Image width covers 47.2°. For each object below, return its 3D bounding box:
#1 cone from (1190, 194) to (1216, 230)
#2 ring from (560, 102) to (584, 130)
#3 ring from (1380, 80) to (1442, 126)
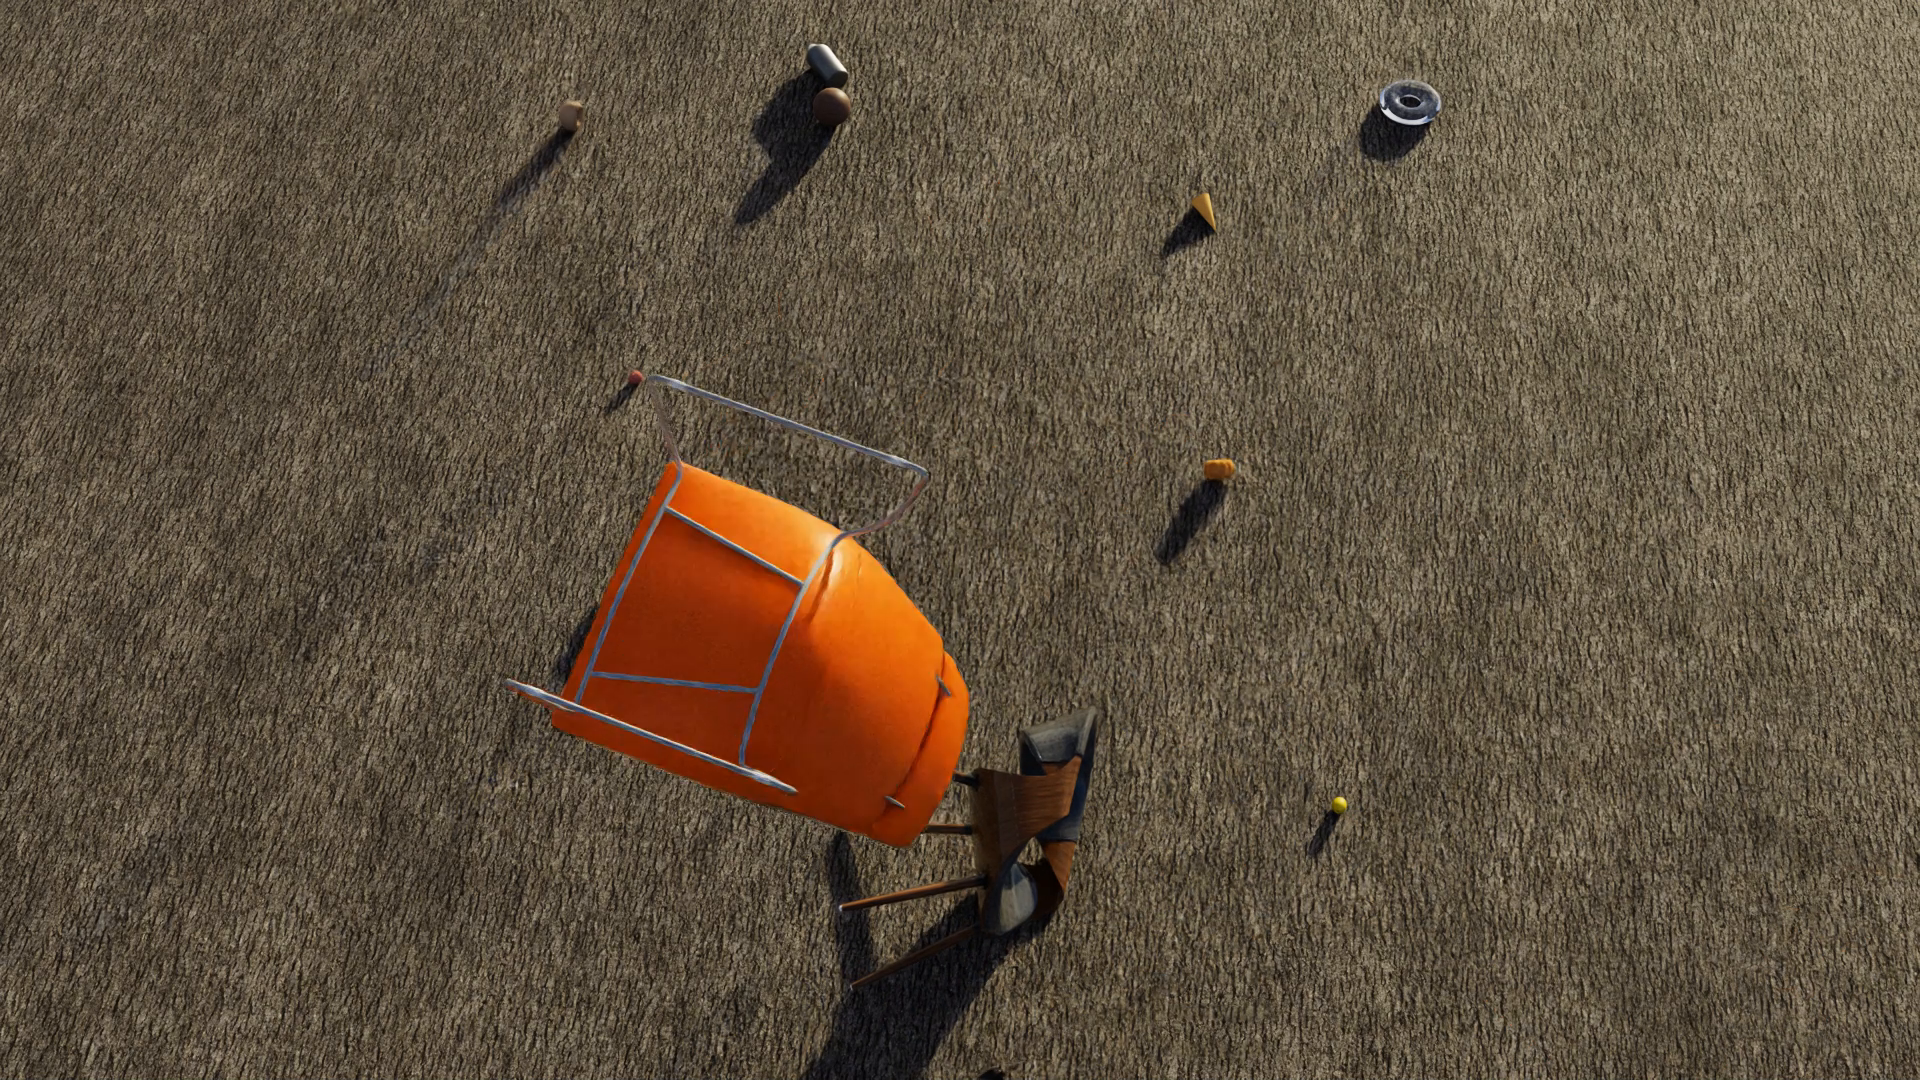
[{"bbox_3d":[0.821,-1.072,7.274,0.065,0.067,0.134,-7,66,-42],"label":"cone"},{"bbox_3d":[-1.321,-1.444,7.486,0.056,0.101,0.097,10,18,10],"label":"ring"},{"bbox_3d":[1.547,-1.505,7.555,0.213,0.049,0.207,-14,57,-10],"label":"ring"}]
